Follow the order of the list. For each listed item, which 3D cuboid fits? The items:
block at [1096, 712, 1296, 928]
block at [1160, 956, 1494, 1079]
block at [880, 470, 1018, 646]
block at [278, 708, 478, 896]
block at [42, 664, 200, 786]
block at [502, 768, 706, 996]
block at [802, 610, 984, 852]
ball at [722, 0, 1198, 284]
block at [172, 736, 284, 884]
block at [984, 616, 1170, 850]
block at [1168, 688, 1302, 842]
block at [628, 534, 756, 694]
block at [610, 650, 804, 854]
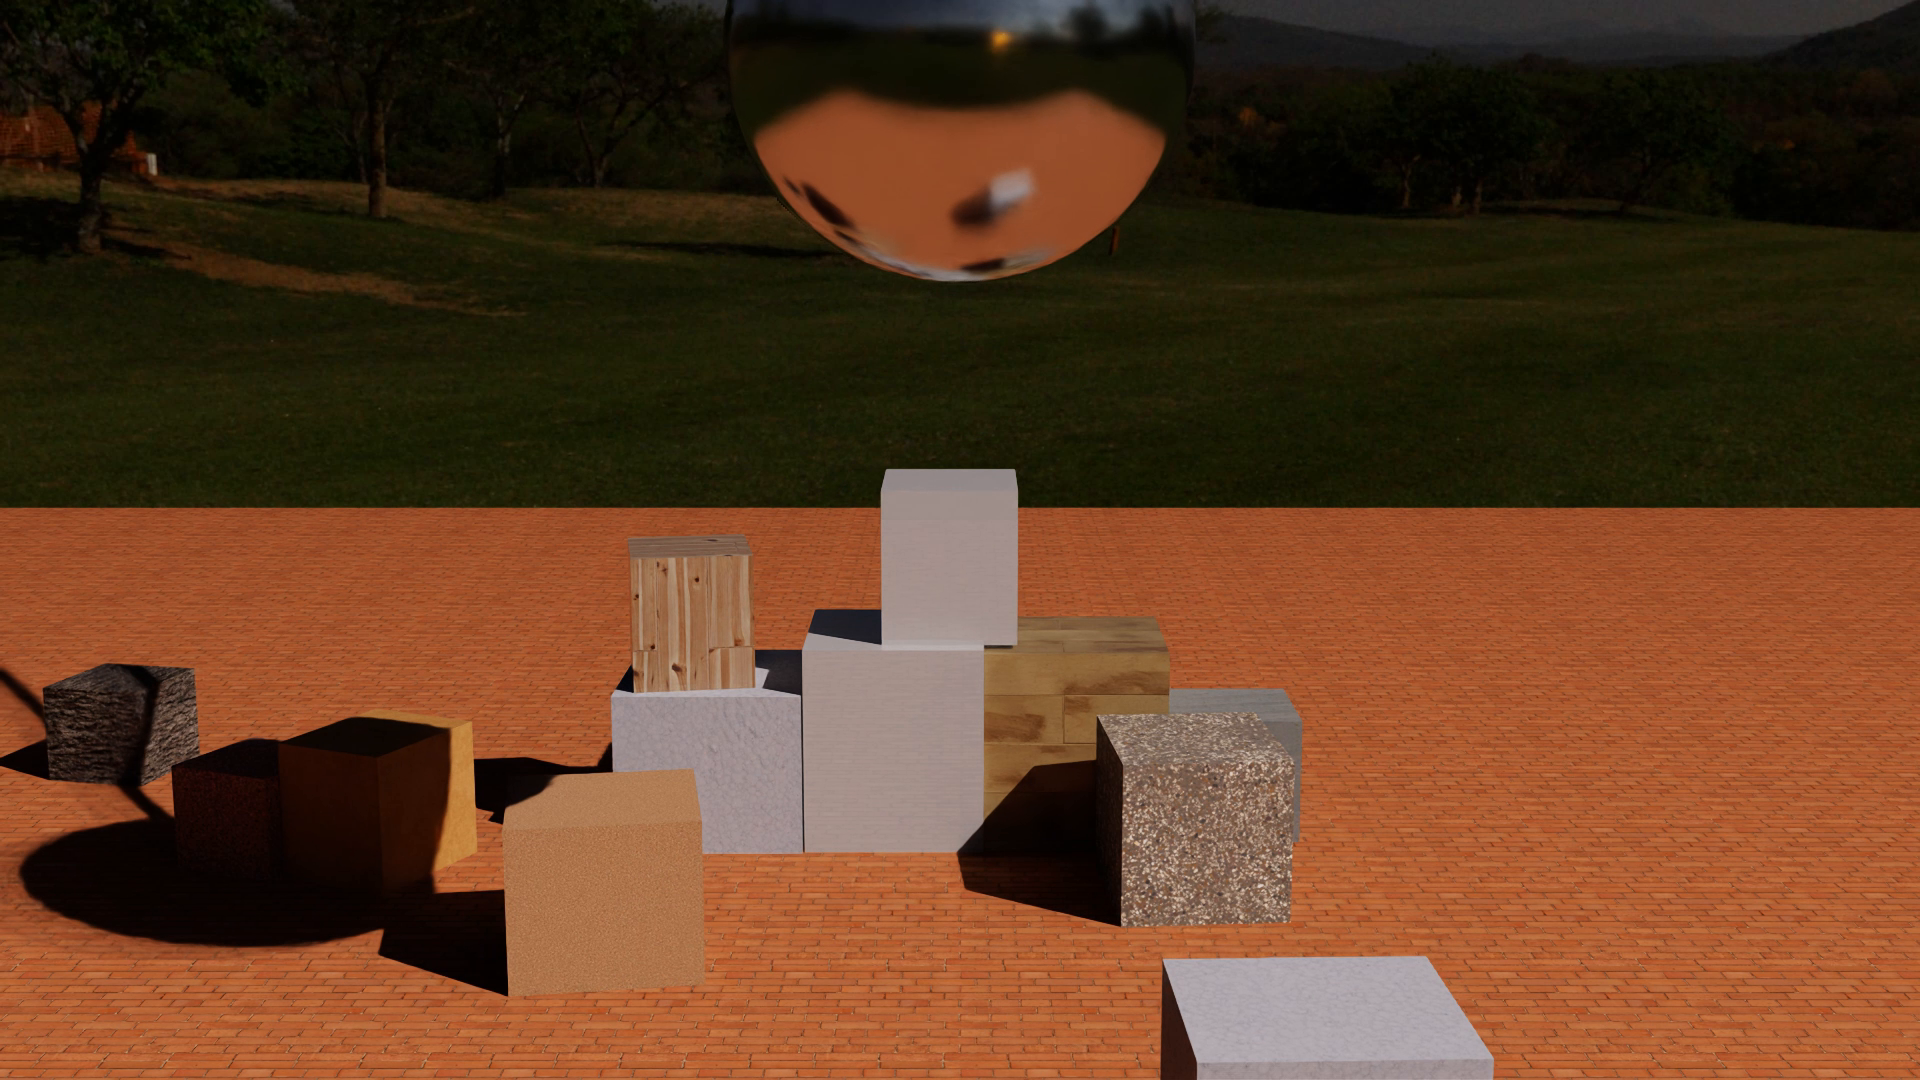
[{"bbox_3d":[1.083,1.294,10.330,0.777,0.758,0.873,-1,10,-4],"label":"block"},{"bbox_3d":[1.094,1.865,6.790,0.857,0.901,0.810,0,10,-2],"label":"block"},{"bbox_3d":[-0.051,0.075,11.204,0.673,0.774,0.730,0,10,0],"label":"block"},{"bbox_3d":[-2.833,1.263,10.736,0.595,0.673,0.715,5,11,24],"label":"block"},{"bbox_3d":[-4.719,1.034,12.398,0.568,0.529,0.592,2,11,12],"label":"block"},{"bbox_3d":[-1.537,1.463,9.511,0.813,0.719,0.780,-2,10,-9],"label":"block"},{"bbox_3d":[-0.327,0.966,11.363,0.894,1.035,0.963,0,10,0],"label":"block"},{"bbox_3d":[0.000,-1.676,7.465,1.600,1.600,1.600,0,10,0],"label":"ball"},{"bbox_3d":[-3.444,1.323,10.844,0.572,0.518,0.574,4,11,23],"label":"block"},{"bbox_3d":[0.577,0.982,11.341,0.915,1.010,0.866,0,10,0],"label":"block"},{"bbox_3d":[1.386,1.161,11.410,0.663,0.633,0.671,0,10,0],"label":"block"},{"bbox_3d":[-1.370,0.364,11.175,0.602,0.676,0.600,-2,10,-10],"label":"block"},{"bbox_3d":[-1.252,1.076,11.396,0.934,0.805,1.016,0,10,0],"label":"block"}]
